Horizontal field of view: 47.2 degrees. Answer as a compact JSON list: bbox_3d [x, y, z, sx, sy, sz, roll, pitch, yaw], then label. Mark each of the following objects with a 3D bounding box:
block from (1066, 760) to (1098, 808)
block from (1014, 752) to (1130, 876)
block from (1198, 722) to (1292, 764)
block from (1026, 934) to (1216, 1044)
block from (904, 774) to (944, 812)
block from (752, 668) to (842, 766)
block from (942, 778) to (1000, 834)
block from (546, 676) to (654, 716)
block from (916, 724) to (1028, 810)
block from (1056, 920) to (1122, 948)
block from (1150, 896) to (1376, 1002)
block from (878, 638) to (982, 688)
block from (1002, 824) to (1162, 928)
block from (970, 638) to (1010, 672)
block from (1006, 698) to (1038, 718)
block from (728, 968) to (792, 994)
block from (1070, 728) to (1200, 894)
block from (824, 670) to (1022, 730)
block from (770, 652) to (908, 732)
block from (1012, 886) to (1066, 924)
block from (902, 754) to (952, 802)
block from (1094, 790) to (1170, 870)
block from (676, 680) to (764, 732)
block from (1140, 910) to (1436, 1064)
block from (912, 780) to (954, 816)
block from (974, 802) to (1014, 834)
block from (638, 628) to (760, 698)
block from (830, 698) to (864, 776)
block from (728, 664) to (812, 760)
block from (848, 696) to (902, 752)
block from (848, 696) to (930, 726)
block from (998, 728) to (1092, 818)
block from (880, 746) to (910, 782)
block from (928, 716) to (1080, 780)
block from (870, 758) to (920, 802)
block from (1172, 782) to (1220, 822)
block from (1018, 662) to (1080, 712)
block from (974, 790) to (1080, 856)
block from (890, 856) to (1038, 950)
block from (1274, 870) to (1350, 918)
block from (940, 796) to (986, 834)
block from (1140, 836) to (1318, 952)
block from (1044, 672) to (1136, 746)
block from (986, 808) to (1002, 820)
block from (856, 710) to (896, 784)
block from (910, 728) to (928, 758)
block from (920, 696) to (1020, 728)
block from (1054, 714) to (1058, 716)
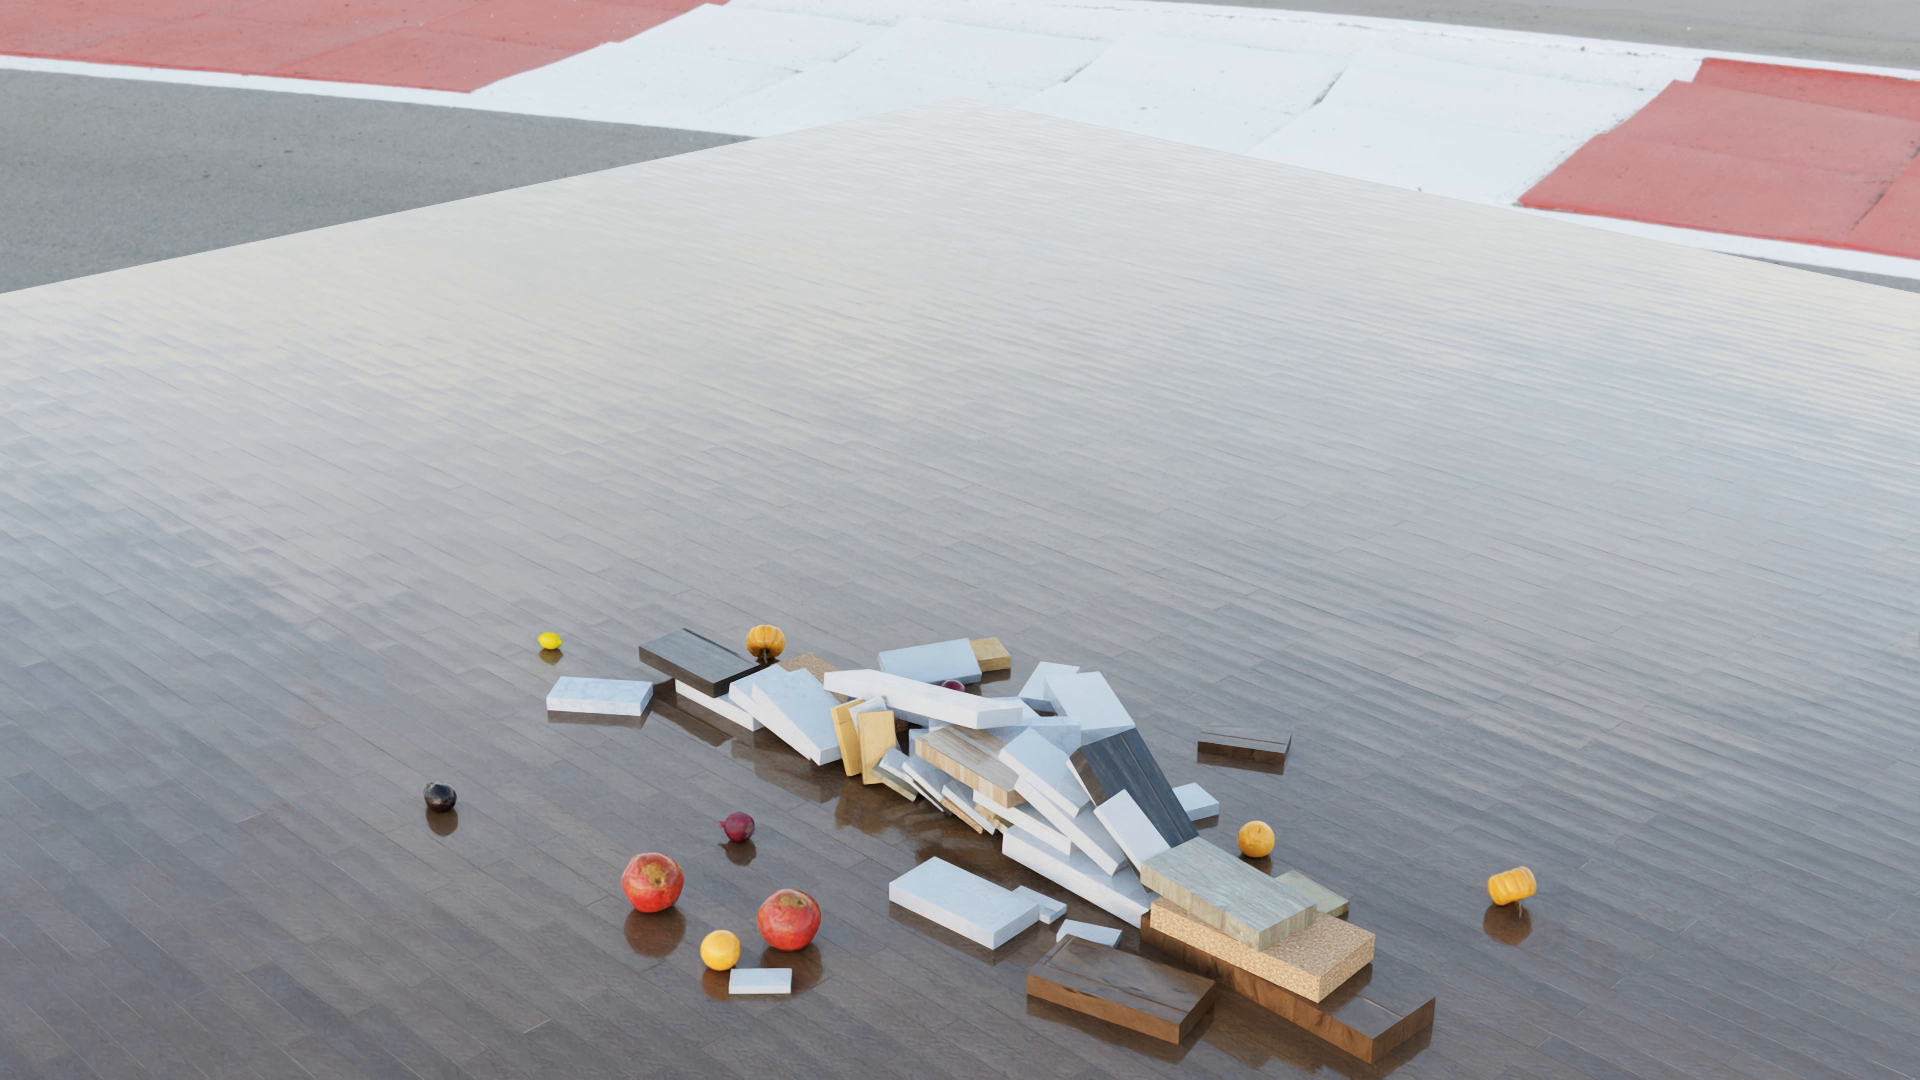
[{"bbox_3d":[0.293,0.479,4.188,0.095,0.027,0.190,-22,70,-41],"label":"block"},{"bbox_3d":[0.240,0.520,4.205,0.257,0.036,0.129,41,42,22],"label":"block"},{"bbox_3d":[0.609,0.434,4.705,0.185,0.026,0.093,7,24,16],"label":"block"},{"bbox_3d":[0.282,0.785,3.858,0.295,0.042,0.148,13,26,28],"label":"block"},{"bbox_3d":[-0.057,0.506,4.494,0.107,0.015,0.054,38,38,19],"label":"block"},{"bbox_3d":[-0.317,0.375,4.701,0.134,0.038,0.267,-15,39,-35],"label":"block"},{"bbox_3d":[0.040,0.529,4.414,0.143,0.020,0.072,37,39,27],"label":"block"},{"bbox_3d":[-0.802,0.348,4.903,0.212,0.030,0.106,3,23,7],"label":"block"},{"bbox_3d":[0.051,0.443,4.368,0.129,0.036,0.294,-17,27,-35],"label":"block"},{"bbox_3d":[0.237,0.726,4.031,0.108,0.015,0.054,8,24,19],"label":"block"},{"bbox_3d":[0.538,0.697,3.924,0.357,0.051,0.179,19,29,37],"label":"block"},{"bbox_3d":[-0.068,0.288,4.983,0.212,0.030,0.106,-9,50,-17],"label":"block"},{"bbox_3d":[0.275,0.617,4.211,0.357,0.051,0.179,24,33,37],"label":"block"},{"bbox_3d":[0.000,0.273,5.079,0.212,0.030,0.106,-7,24,-15],"label":"block"},{"bbox_3d":[0.126,0.389,4.719,0.083,0.023,0.166,-8,21,-22],"label":"block"},{"bbox_3d":[-0.353,0.782,3.899,0.108,0.015,0.054,0,23,-1],"label":"block"},{"bbox_3d":[0.342,0.507,4.147,0.148,0.042,0.295,-15,66,-37],"label":"block"},{"bbox_3d":[-0.083,0.332,4.621,0.129,0.036,0.481,-1,8,-43],"label":"block"},{"bbox_3d":[-0.273,0.348,4.899,0.113,0.032,0.391,-16,28,-33],"label":"block"},{"bbox_3d":[0.141,0.684,4.128,0.108,0.015,0.054,18,29,36],"label":"block"},{"bbox_3d":[-0.060,0.482,4.469,0.111,0.016,0.055,40,38,22],"label":"block"},{"bbox_3d":[0.320,0.538,4.067,0.072,0.020,0.144,-29,73,-31],"label":"block"},{"bbox_3d":[-0.497,0.343,4.905,0.269,0.038,0.135,21,31,41],"label":"block"},{"bbox_3d":[0.574,0.758,3.908,0.179,0.051,0.521,-20,30,-39],"label":"block"},{"bbox_3d":[-0.038,0.511,4.471,0.111,0.016,0.055,40,38,22],"label":"block"},{"bbox_3d":[0.105,0.557,4.365,0.143,0.020,0.072,38,40,28],"label":"block"},{"bbox_3d":[-0.588,0.276,4.963,0.135,0.038,0.269,-21,31,-40],"label":"block"},{"bbox_3d":[-0.219,0.412,4.605,0.073,0.147,0.021,-17,6,-34],"label":"block"},{"bbox_3d":[-0.363,0.371,4.769,0.135,0.038,0.269,-22,43,-41],"label":"block"},{"bbox_3d":[-0.174,0.408,4.599,0.073,0.147,0.021,-21,9,-18],"label":"block"},{"bbox_3d":[-0.121,0.349,4.814,0.226,0.032,0.113,14,27,29],"label":"block"},{"bbox_3d":[0.176,0.444,4.212,0.190,0.027,0.095,37,41,18],"label":"block"},{"bbox_3d":[-0.109,0.472,4.532,0.107,0.015,0.054,30,37,1],"label":"block"},{"bbox_3d":[0.092,0.436,4.561,0.313,0.134,0.038,-1,23,-2],"label":"block"},{"bbox_3d":[-0.129,0.492,4.522,0.107,0.015,0.054,32,29,6],"label":"block"},{"bbox_3d":[0.420,0.543,4.448,0.185,0.026,0.093,-11,25,-24],"label":"block"},{"bbox_3d":[0.200,0.330,4.949,0.093,0.026,0.185,7,24,17],"label":"block"},{"bbox_3d":[0.163,0.523,4.294,0.257,0.036,0.129,25,33,38],"label":"block"},{"bbox_3d":[0.006,0.677,4.117,0.257,0.036,0.129,19,29,37],"label":"block"},{"bbox_3d":[0.656,0.672,4.150,0.072,0.020,0.144,-17,29,-35],"label":"block"},{"bbox_3d":[0.021,0.544,4.421,0.111,0.016,0.055,34,38,28],"label":"block"},{"bbox_3d":[0.480,0.634,3.954,0.148,0.042,0.295,-18,29,-36],"label":"block"},{"bbox_3d":[0.280,0.365,4.789,0.129,0.036,0.257,-5,24,-13],"label":"block"},{"bbox_3d":[0.069,0.497,4.397,0.072,0.020,0.143,-5,40,-28],"label":"block"},{"bbox_3d":[-0.171,0.430,4.566,0.073,0.147,0.021,-5,-2,-11],"label":"block"},{"bbox_3d":[0.026,0.447,4.659,0.267,0.038,0.134,-1,23,-1],"label":"block"},{"bbox_3d":[0.026,0.387,4.807,0.226,0.032,0.113,-2,23,-5],"label":"block"},{"bbox_3d":[0.259,0.421,4.738,0.166,0.023,0.083,13,26,28],"label":"block"}]
